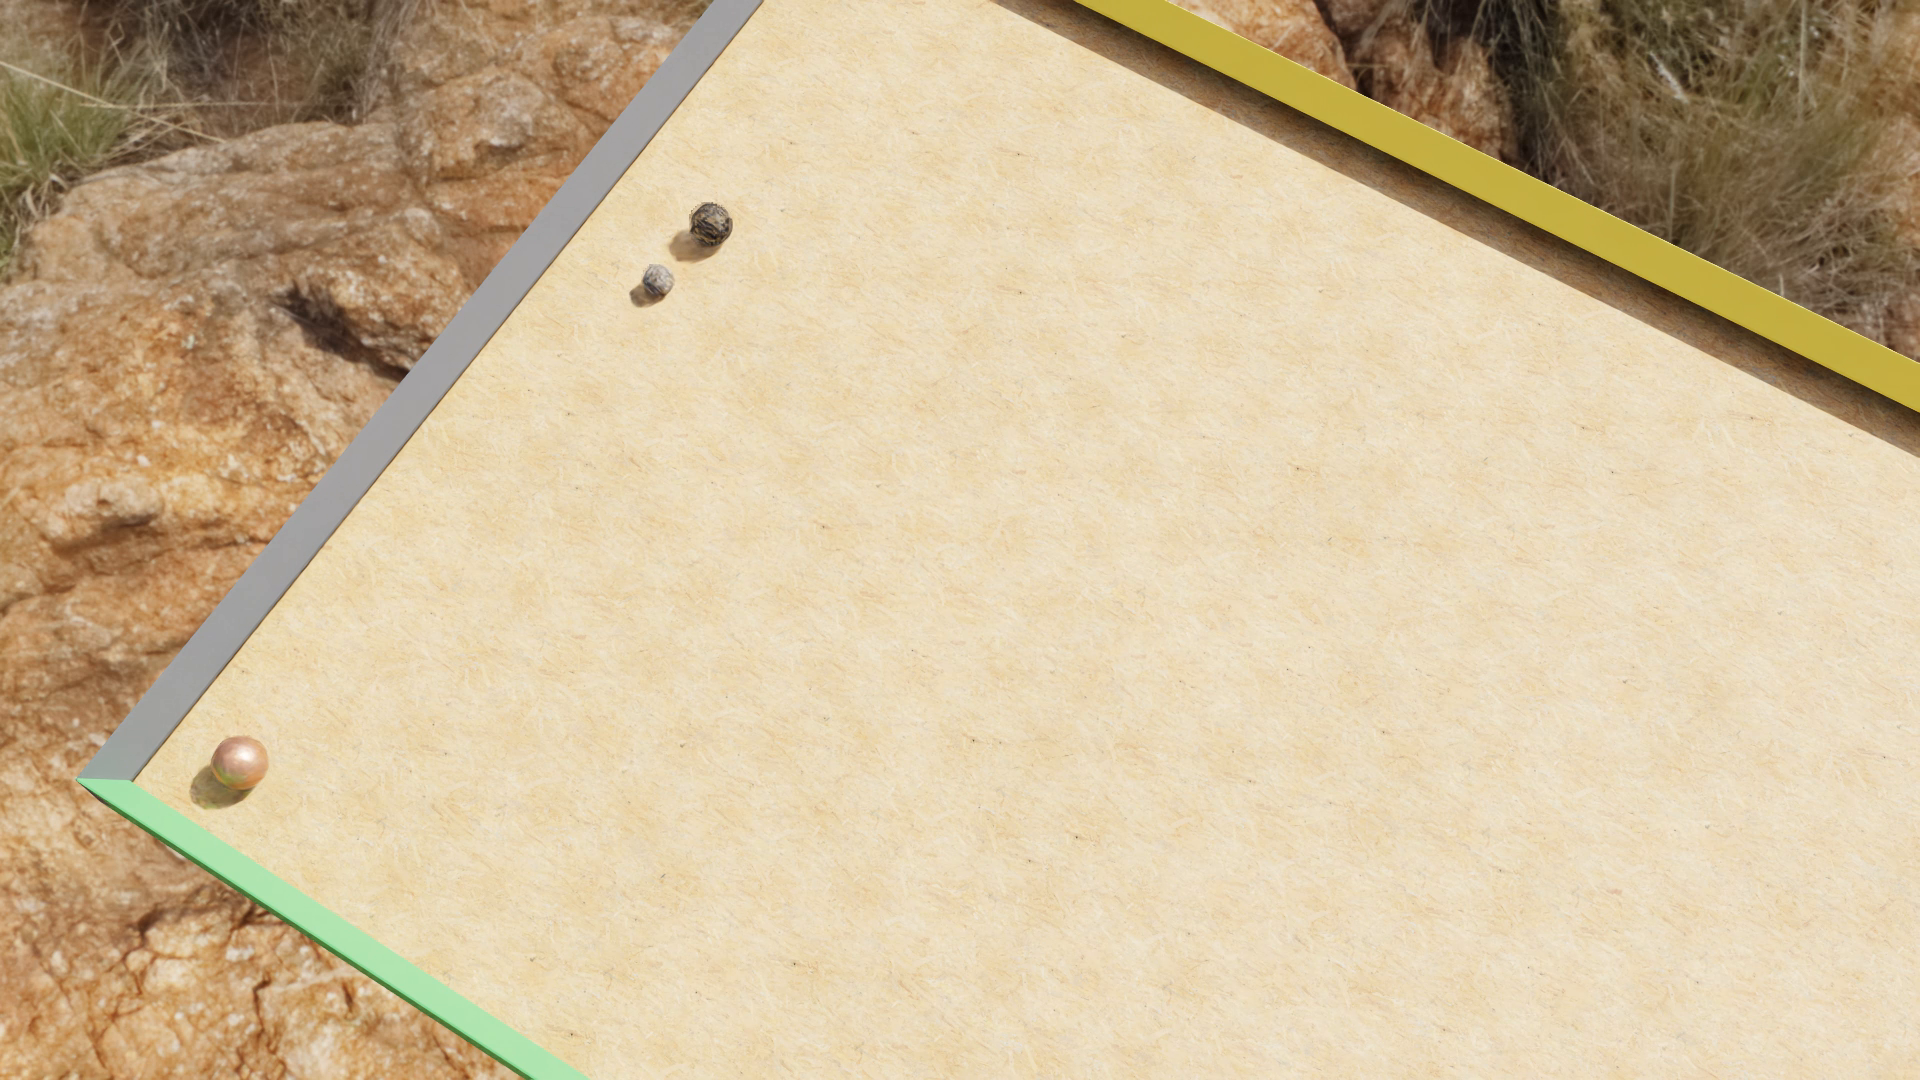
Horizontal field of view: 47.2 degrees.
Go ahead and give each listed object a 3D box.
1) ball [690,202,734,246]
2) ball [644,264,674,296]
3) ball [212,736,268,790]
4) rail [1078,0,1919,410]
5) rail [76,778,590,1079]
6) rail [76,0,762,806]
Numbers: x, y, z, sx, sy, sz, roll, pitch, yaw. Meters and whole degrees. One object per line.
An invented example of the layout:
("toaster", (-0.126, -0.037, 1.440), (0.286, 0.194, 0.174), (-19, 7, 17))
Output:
("ball", (-0.431, -0.547, 3.812), (0.075, 0.075, 0.075), (0, 65, 0))
("ball", (-0.517, -0.446, 3.778), (0.053, 0.053, 0.053), (0, 65, 0))
("ball", (-1.112, 0.344, 3.396), (0.085, 0.085, 0.085), (0, 65, 0))
("rail", (1.322, -0.385, 3.717), (3.643, 0.110, 0.045), (29, 69, 13))
("rail", (0.231, 1.230, 2.971), (3.643, 0.110, 0.045), (29, 69, 13))
("rail", (-0.756, -0.431, 3.738), (0.045, 0.110, 2.134), (29, 69, 13))
